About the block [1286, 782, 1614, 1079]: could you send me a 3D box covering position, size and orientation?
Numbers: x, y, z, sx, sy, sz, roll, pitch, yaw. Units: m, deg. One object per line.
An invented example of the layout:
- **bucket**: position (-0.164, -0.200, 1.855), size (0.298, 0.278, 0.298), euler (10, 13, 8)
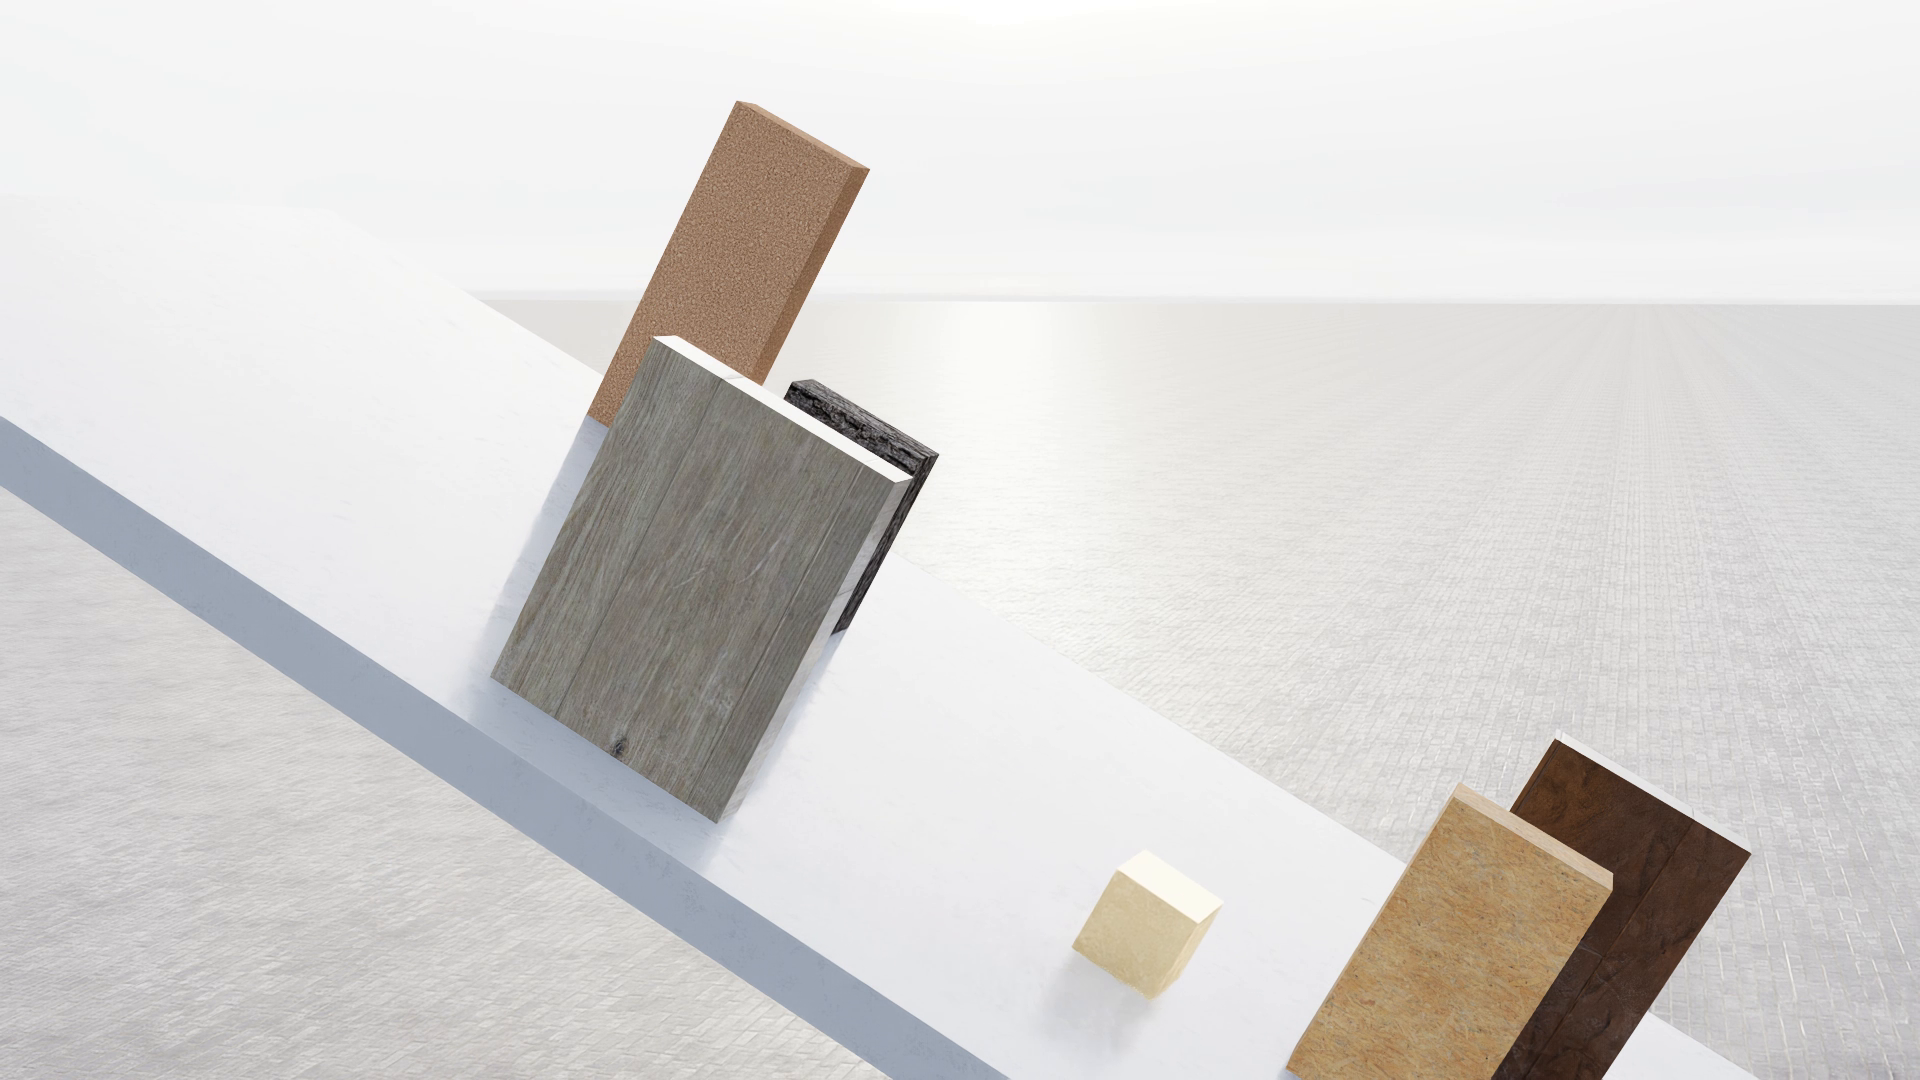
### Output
- **block**: position (0.774, 0.687, 3.495), size (0.274, 0.529, 0.105), euler (31, 14, 11)

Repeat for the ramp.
- **ramp**: position (-0.208, 0.345, 4.140), size (4.000, 0.100, 2.000), euler (31, 14, 11)

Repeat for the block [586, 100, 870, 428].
- **block**: position (-0.518, -0.547, 4.876), size (0.306, 0.782, 0.110), euler (31, 14, 11)

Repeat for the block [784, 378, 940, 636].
- **block**: position (-0.279, -0.067, 4.407), size (0.306, 0.409, 0.115), euler (31, 14, 11)

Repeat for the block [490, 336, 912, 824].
- **block**: position (-0.401, 0.060, 3.342), size (0.432, 0.602, 0.081), euler (31, 14, 11)

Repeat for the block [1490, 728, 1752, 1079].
- **block**: position (1.039, 0.687, 3.821), size (0.368, 0.612, 0.083), euler (31, 14, 11)

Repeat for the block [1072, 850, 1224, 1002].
- **block**: position (0.308, 0.628, 3.592), size (0.156, 0.156, 0.156), euler (32, 15, 17)
